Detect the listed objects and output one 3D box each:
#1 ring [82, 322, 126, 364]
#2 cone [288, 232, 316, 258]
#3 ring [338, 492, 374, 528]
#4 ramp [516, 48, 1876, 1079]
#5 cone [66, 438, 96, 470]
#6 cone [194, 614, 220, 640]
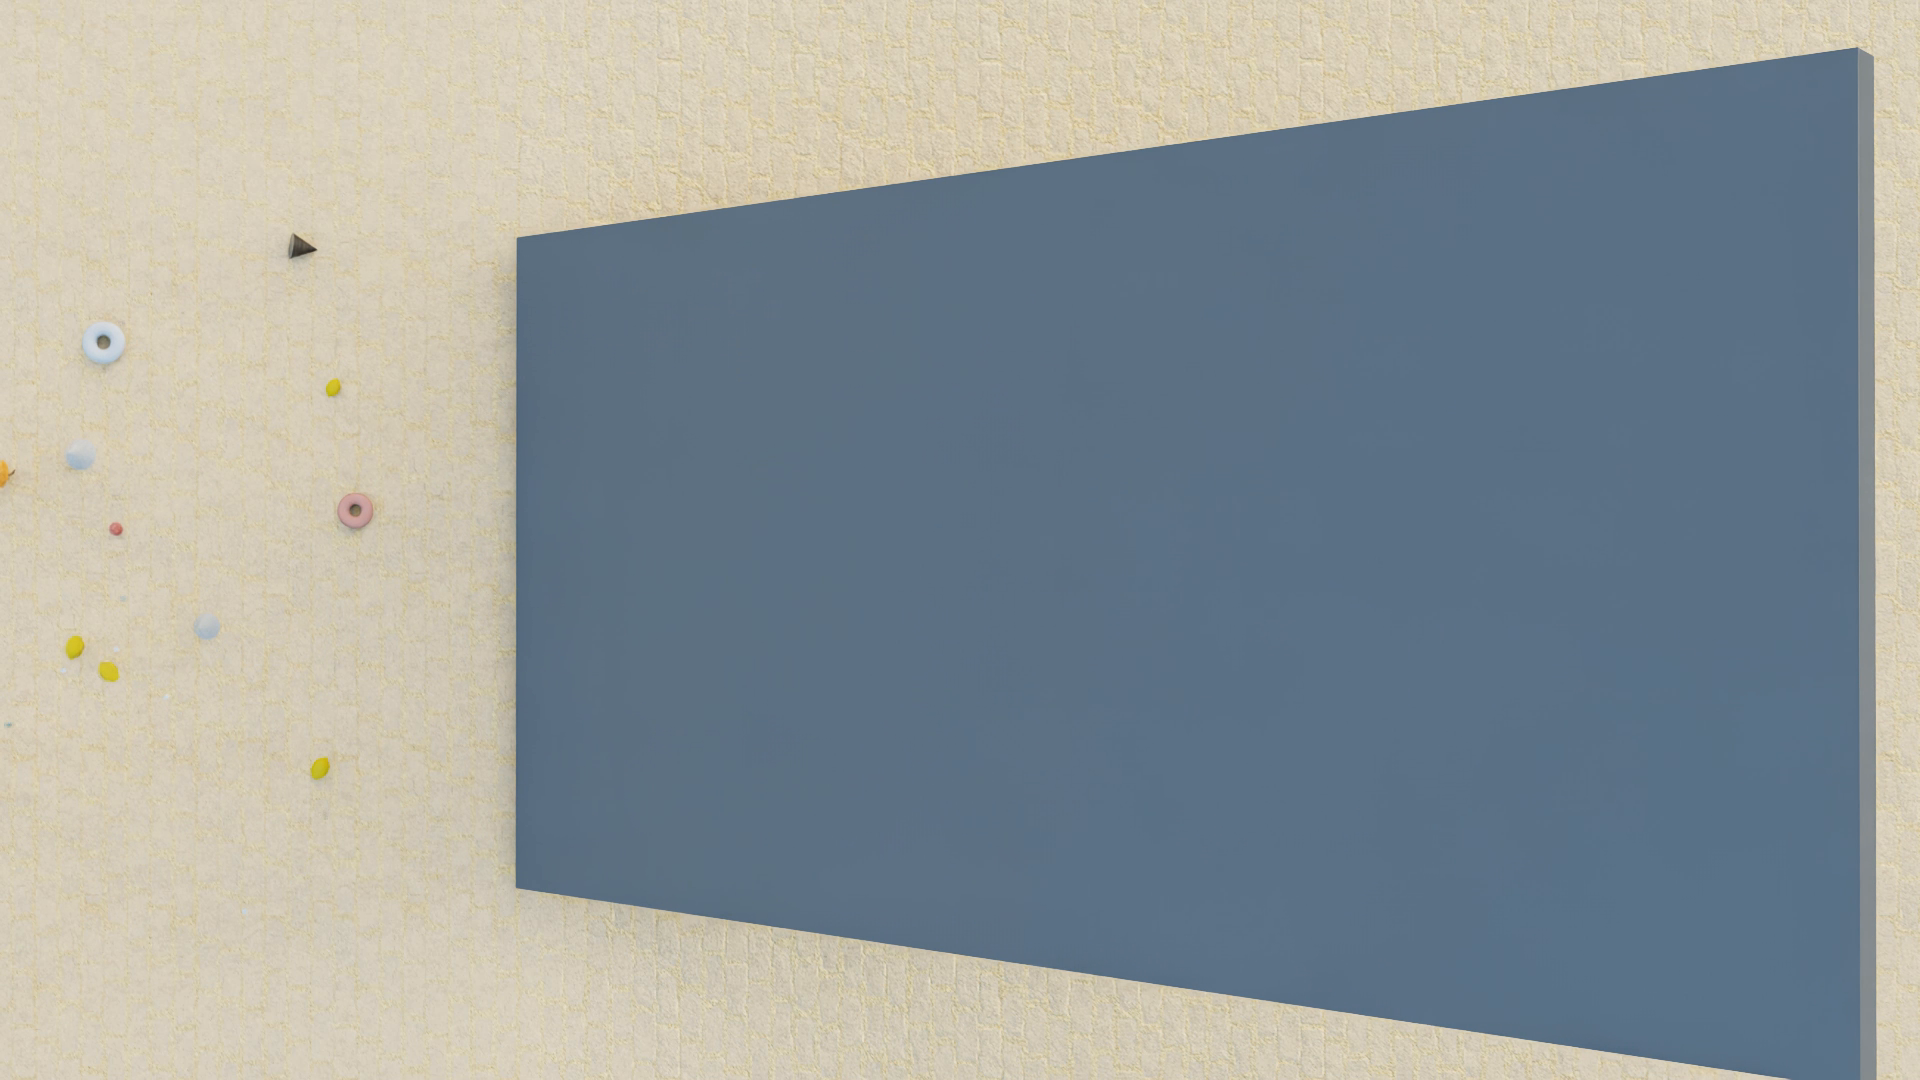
[{"bbox_3d":[-2.655,-0.613,6.819,0.132,0.044,0.132,0,88,0],"label":"ring"},{"bbox_3d":[-2.034,-0.906,6.824,0.082,0.082,0.082,6,90,-27],"label":"cone"},{"bbox_3d":[-1.875,-0.090,6.819,0.112,0.037,0.112,0,89,1],"label":"ring"},{"bbox_3d":[0.212,0.062,5.527,4.000,0.100,2.000,0,90,39],"label":"ramp"},{"bbox_3d":[-2.735,-0.266,6.790,0.097,0.097,0.097,0,90,0],"label":"cone"},{"bbox_3d":[-2.341,0.268,6.794,0.082,0.082,0.082,0,90,0],"label":"cone"}]
